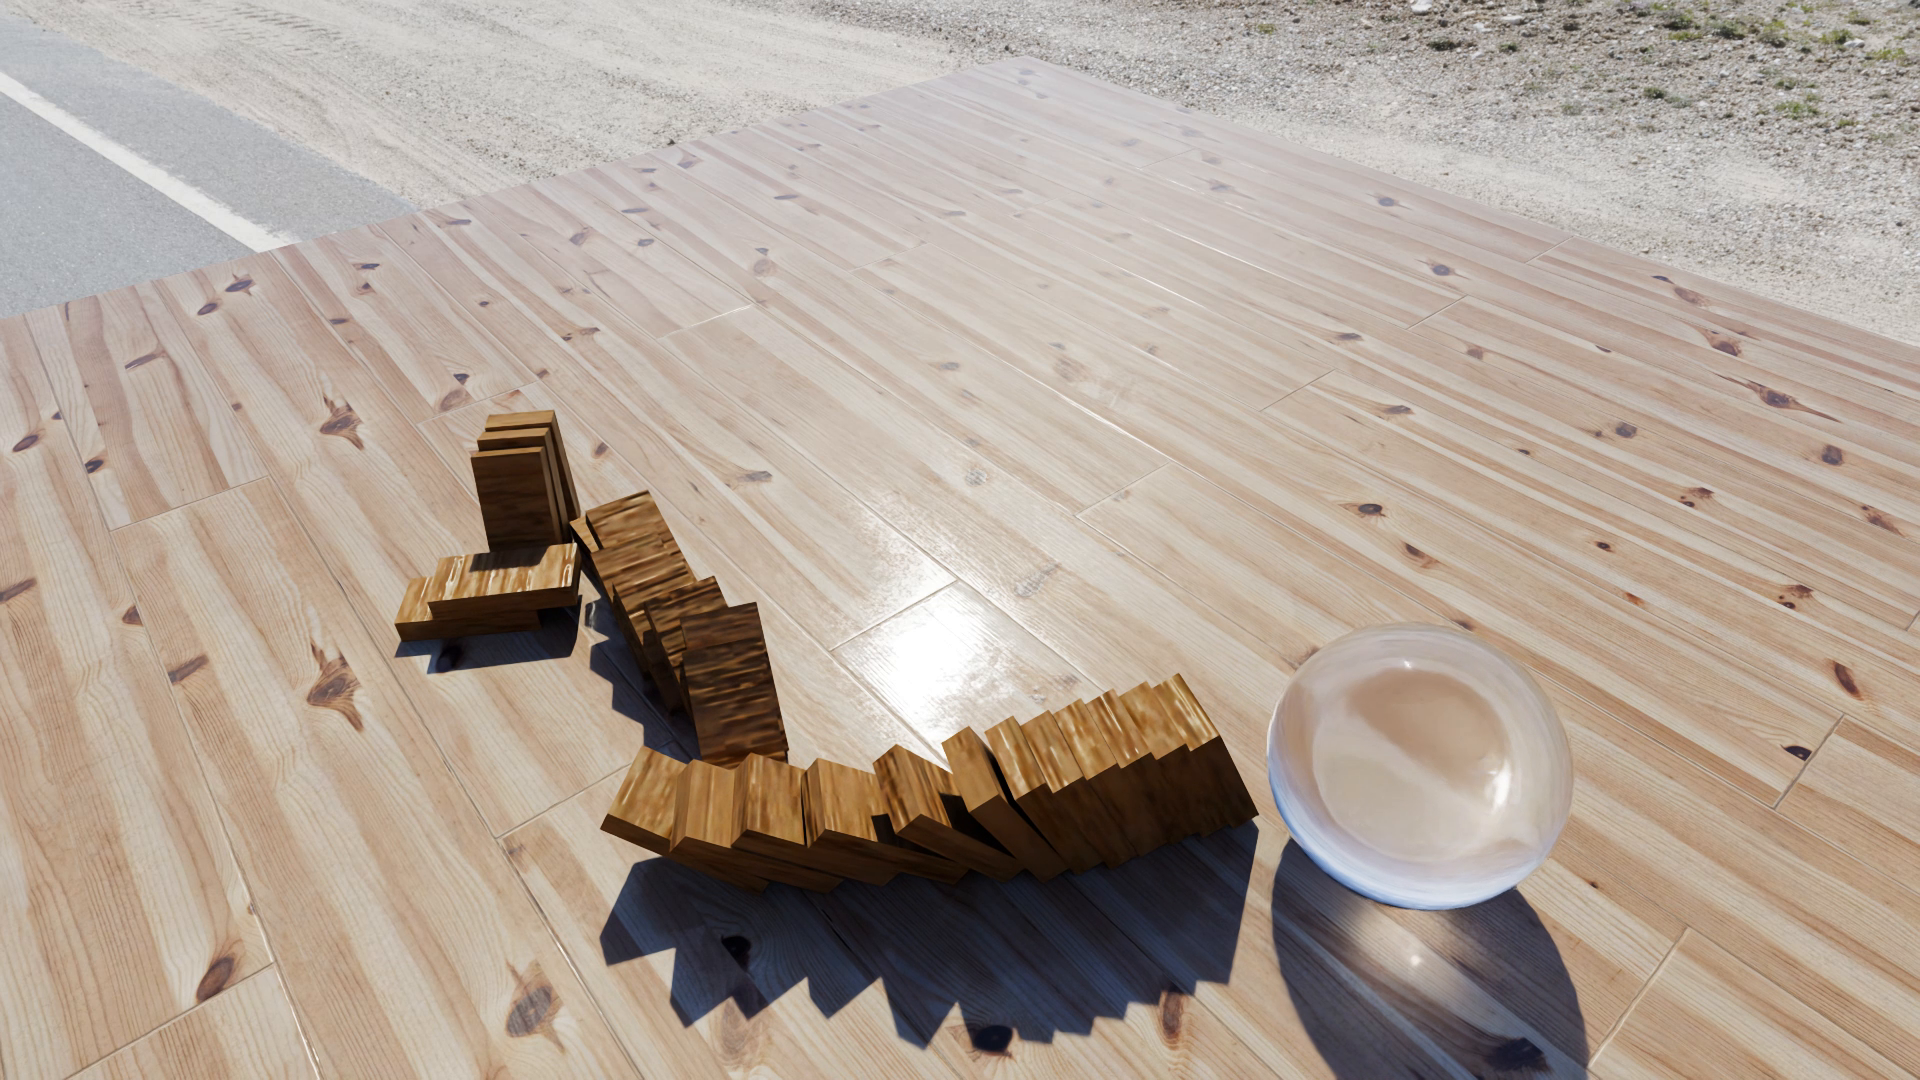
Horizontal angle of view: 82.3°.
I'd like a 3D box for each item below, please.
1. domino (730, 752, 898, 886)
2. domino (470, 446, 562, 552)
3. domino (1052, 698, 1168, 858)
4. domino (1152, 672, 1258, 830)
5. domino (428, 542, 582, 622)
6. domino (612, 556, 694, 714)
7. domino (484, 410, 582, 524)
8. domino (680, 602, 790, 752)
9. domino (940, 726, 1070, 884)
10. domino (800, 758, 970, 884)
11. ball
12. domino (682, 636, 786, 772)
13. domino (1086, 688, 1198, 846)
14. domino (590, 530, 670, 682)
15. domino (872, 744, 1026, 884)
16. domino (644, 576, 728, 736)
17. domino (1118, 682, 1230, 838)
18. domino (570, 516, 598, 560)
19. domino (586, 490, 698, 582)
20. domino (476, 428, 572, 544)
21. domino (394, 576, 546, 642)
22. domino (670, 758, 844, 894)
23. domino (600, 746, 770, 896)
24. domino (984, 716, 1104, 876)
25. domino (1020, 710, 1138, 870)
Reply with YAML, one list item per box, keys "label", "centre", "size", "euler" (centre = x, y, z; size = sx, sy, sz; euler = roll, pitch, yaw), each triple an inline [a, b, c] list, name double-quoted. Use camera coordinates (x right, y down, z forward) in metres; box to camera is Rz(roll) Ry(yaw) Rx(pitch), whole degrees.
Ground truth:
- label: "domino"
  centre: [-0.041, 0.082, 0.320]
  size: [0.050, 0.009, 0.025]
  euler: [25, 36, -28]
- label: "domino"
  centre: [-0.169, -0.010, 0.423]
  size: [0.025, 0.050, 0.009]
  euler: [-6, 19, -7]
- label: "domino"
  centre: [0.045, 0.071, 0.325]
  size: [0.009, 0.050, 0.025]
  euler: [-31, 43, 3]
- label: "domino"
  centre: [0.075, 0.065, 0.333]
  size: [0.010, 0.050, 0.025]
  euler: [-31, 43, 3]
- label: "domino"
  centre: [-0.169, 0.015, 0.410]
  size: [0.050, 0.010, 0.025]
  euler: [-6, 40, -8]
- label: "domino"
  centre: [-0.100, 0.033, 0.385]
  size: [0.025, 0.010, 0.050]
  euler: [-23, 73, -25]
- label: "domino"
  centre: [-0.172, -0.028, 0.445]
  size: [0.025, 0.050, 0.010]
  euler: [-6, 38, -7]
- label: "domino"
  centre: [-0.074, 0.048, 0.361]
  size: [0.025, 0.009, 0.050]
  euler: [-12, 81, -16]
- label: "domino"
  centre: [0.014, 0.077, 0.318]
  size: [0.009, 0.050, 0.025]
  euler: [-33, 42, 5]
- label: "domino"
  centre: [-0.021, 0.082, 0.321]
  size: [0.050, 0.010, 0.025]
  euler: [24, 30, -29]
- label: "ball"
  centre: [0.128, 0.063, 0.311]
  size: [0.080, 0.080, 0.080]
  euler: [0, 39, 0]
- label: "domino"
  centre: [-0.071, 0.058, 0.349]
  size: [0.025, 0.009, 0.050]
  euler: [-11, 81, -13]
- label: "domino"
  centre: [0.055, 0.068, 0.328]
  size: [0.009, 0.050, 0.025]
  euler: [-31, 43, 3]
- label: "domino"
  centre: [-0.112, 0.023, 0.399]
  size: [0.025, 0.010, 0.050]
  euler: [-22, 70, -24]
- label: "domino"
  centre: [-0.002, 0.080, 0.318]
  size: [0.010, 0.050, 0.025]
  euler: [-41, 41, 13]
- label: "domino"
  centre: [-0.086, 0.040, 0.374]
  size: [0.025, 0.009, 0.050]
  euler: [-21, 78, -24]
- label: "domino"
  centre: [0.065, 0.067, 0.331]
  size: [0.010, 0.050, 0.025]
  euler: [-31, 42, 3]
- label: "domino"
  centre: [-0.133, 0.004, 0.438]
  size: [0.025, 0.010, 0.050]
  euler: [-25, 46, -28]
- label: "domino"
  centre: [-0.120, 0.007, 0.417]
  size: [0.025, 0.009, 0.050]
  euler: [-23, 70, -27]
- label: "domino"
  centre: [-0.171, -0.018, 0.433]
  size: [0.025, 0.050, 0.009]
  euler: [-5, 25, -6]
- label: "domino"
  centre: [-0.182, 0.024, 0.414]
  size: [0.050, 0.010, 0.025]
  euler: [-5, 40, -6]
- label: "domino"
  centre: [-0.058, 0.083, 0.319]
  size: [0.050, 0.010, 0.025]
  euler: [25, 36, -27]
- label: "domino"
  centre: [-0.077, 0.083, 0.325]
  size: [0.050, 0.009, 0.025]
  euler: [26, 39, -9]
- label: "domino"
  centre: [0.025, 0.075, 0.320]
  size: [0.009, 0.050, 0.025]
  euler: [-31, 43, 3]
- label: "domino"
  centre: [0.035, 0.074, 0.322]
  size: [0.009, 0.050, 0.025]
  euler: [-31, 43, 3]
